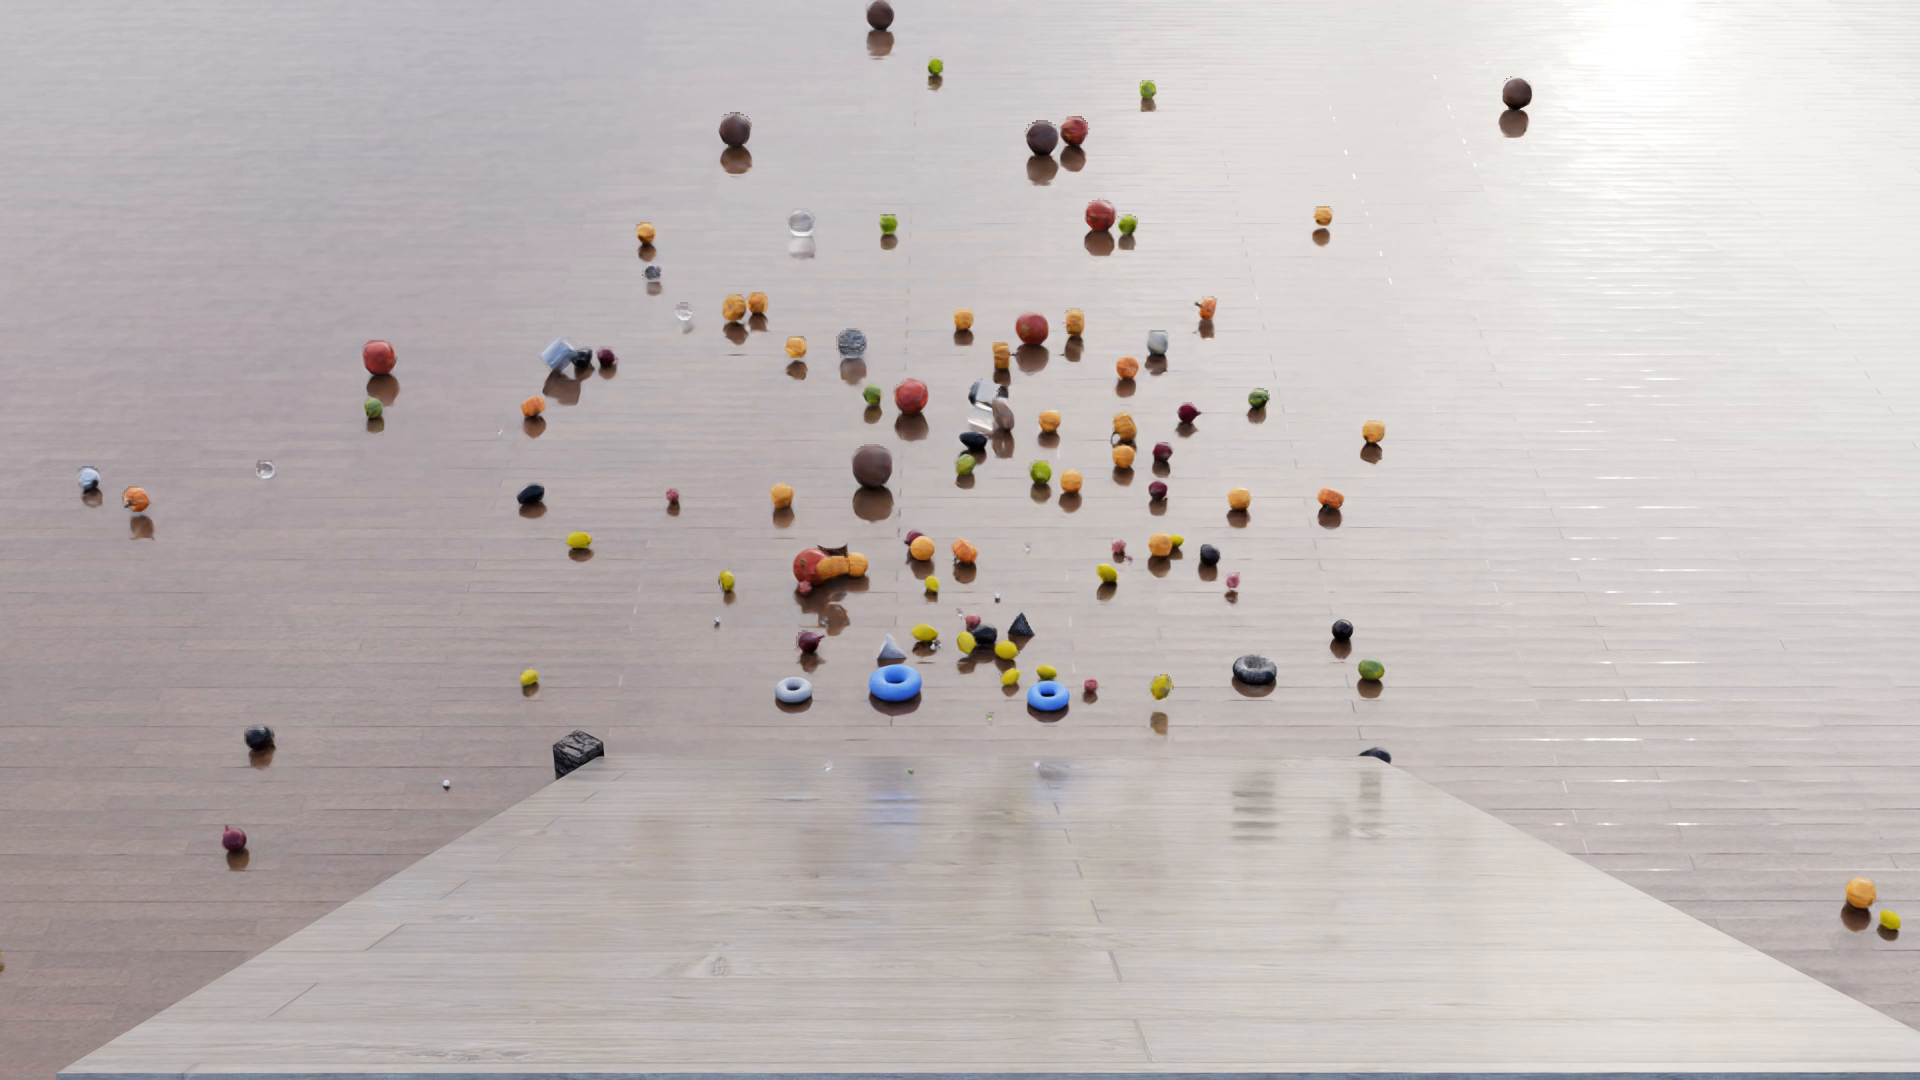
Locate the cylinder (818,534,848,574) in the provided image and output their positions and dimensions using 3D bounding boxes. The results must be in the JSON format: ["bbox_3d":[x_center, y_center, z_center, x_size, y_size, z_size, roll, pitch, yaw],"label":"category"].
[{"bbox_3d":[-0.375,0.043,7.630,0.088,0.088,0.088,0,30,0],"label":"cylinder"}]

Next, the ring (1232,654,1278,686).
[{"bbox_3d":[0.813,0.358,7.137,0.123,0.041,0.123,1,31,0],"label":"ring"}]

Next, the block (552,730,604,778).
[{"bbox_3d":[-0.990,0.567,6.729,0.092,0.092,0.092,20,36,31],"label":"block"}]

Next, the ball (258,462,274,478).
[{"bbox_3d":[-2.175,-0.220,8.114,0.053,0.053,0.053,0,30,0],"label":"ball"}]

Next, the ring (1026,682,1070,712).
[{"bbox_3d":[0.239,0.424,7.027,0.116,0.039,0.116,-1,31,0],"label":"ring"}]

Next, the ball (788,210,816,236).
[{"bbox_3d":[-0.594,-1.189,9.725,0.100,0.100,0.100,0,30,0],"label":"ball"}]

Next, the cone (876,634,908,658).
[{"bbox_3d":[-0.181,0.311,7.222,0.078,0.078,0.078,26,30,-8],"label":"cone"}]

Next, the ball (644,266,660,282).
[{"bbox_3d":[-1.114,-0.967,9.384,0.060,0.060,0.060,0,30,0],"label":"ball"}]

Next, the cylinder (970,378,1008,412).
[{"bbox_3d":[0.094,-0.474,8.509,0.093,0.093,0.093,20,36,30],"label":"cylinder"}]

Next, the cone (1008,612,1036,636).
[{"bbox_3d":[0.184,0.251,7.329,0.071,0.071,0.071,34,36,3],"label":"cone"}]

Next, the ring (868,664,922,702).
[{"bbox_3d":[-0.177,0.391,7.074,0.145,0.048,0.145,-1,30,1],"label":"ring"}]

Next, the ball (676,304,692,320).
[{"bbox_3d":[-0.968,-0.801,9.104,0.056,0.056,0.056,0,30,0],"label":"ball"}]

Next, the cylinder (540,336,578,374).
[{"bbox_3d":[-1.353,-0.625,8.733,0.090,0.090,0.090,-45,39,1],"label":"cylinder"}]

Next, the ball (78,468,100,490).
[{"bbox_3d":[-2.710,-0.189,8.047,0.067,0.067,0.067,0,30,0],"label":"ball"}]

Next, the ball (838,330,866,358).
[{"bbox_3d":[-0.368,-0.667,8.835,0.096,0.096,0.096,0,30,0],"label":"ball"}]

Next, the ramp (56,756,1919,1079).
[{"bbox_3d":[0.068,0.603,4.666,2.000,0.100,4.000,0,0,0],"label":"ramp"}]

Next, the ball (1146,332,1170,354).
[{"bbox_3d":[0.676,-0.675,8.864,0.081,0.081,0.081,0,30,0],"label":"ball"}]

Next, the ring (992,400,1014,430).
[{"bbox_3d":[0.140,-0.404,8.378,0.035,0.106,0.106,-26,38,-21],"label":"ring"}]

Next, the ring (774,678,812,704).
[{"bbox_3d":[-0.454,0.409,7.056,0.103,0.034,0.103,-1,30,1],"label":"ring"}]
